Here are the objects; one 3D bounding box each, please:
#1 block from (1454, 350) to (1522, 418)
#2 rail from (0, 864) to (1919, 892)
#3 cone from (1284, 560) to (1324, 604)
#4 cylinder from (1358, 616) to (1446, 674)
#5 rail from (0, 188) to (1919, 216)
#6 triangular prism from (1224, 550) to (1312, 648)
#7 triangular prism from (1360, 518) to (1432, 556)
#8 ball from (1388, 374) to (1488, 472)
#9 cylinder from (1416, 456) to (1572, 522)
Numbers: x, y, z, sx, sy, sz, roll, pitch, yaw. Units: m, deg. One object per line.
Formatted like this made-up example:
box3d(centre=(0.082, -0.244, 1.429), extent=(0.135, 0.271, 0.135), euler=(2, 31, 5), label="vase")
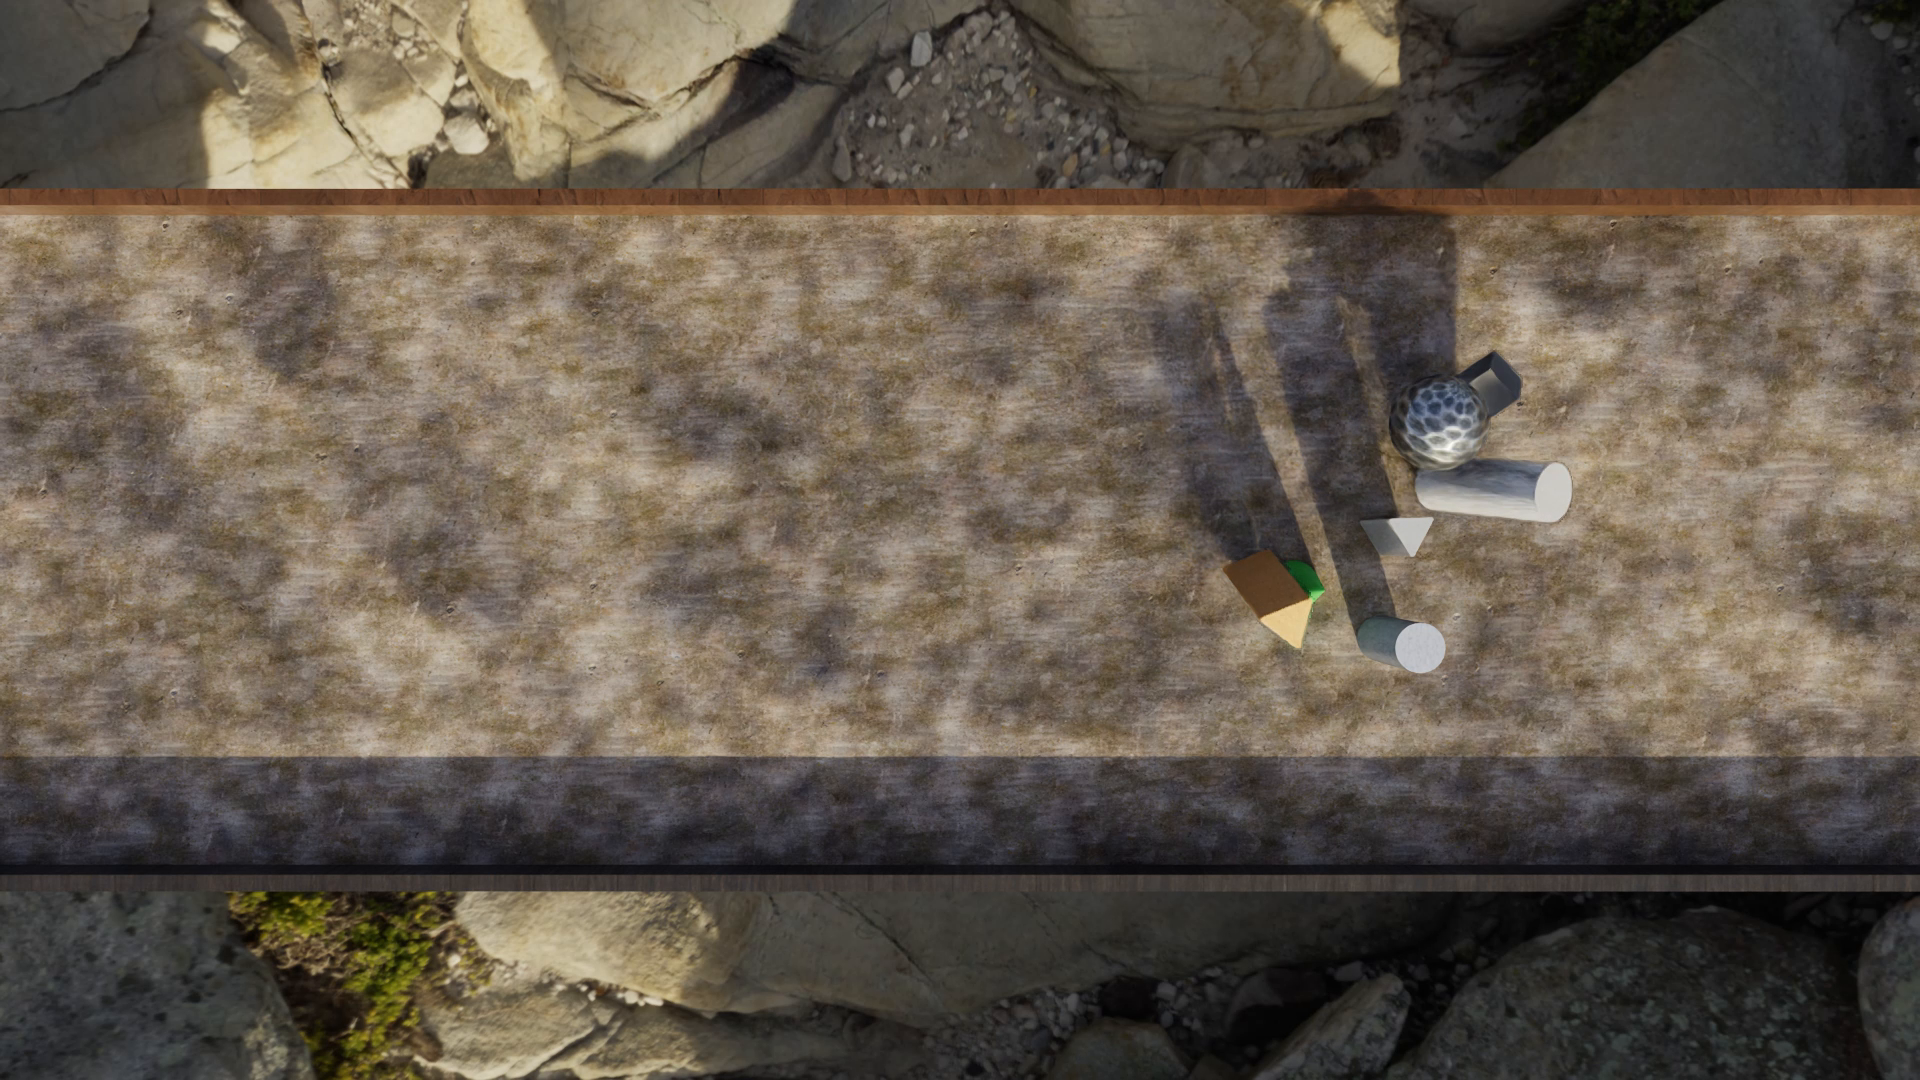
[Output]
box3d(centre=(1.496, -0.404, 4.919), extent=(0.126, 0.126, 0.323), euler=(45, 128, -9), label="block")
box3d(centre=(-2.247, 1.025, 5.001), extent=(12.000, 0.150, 0.050), euler=(0, 90, 0), label="rail")
box3d(centre=(1.028, 0.141, 4.859), extent=(0.157, 0.436, 0.157), euler=(0, 90, 0), label="cone")
box3d(centre=(1.293, 0.303, 4.853), extent=(0.141, 0.446, 0.141), euler=(0, 90, 0), label="cylinder")
box3d(centre=(-2.247, -1.025, 5.002), extent=(12.000, 0.150, 0.050), euler=(0, 90, 0), label="rail")
box3d(centre=(0.927, 0.148, 4.863), extent=(0.156, 0.378, 0.135), euler=(36, 102, -20), label="triangular prism")
box3d(centre=(1.309, -0.034, 4.900), extent=(0.109, 0.354, 0.126), euler=(-32, 90, 0), label="triangular prism")
box3d(centre=(1.379, -0.337, 4.757), extent=(0.278, 0.278, 0.278), euler=(0, 90, 0), label="ball")
box3d(centre=(1.566, -0.156, 4.858), extent=(0.170, 0.418, 0.170), euler=(-5, 99, -35), label="cylinder")
